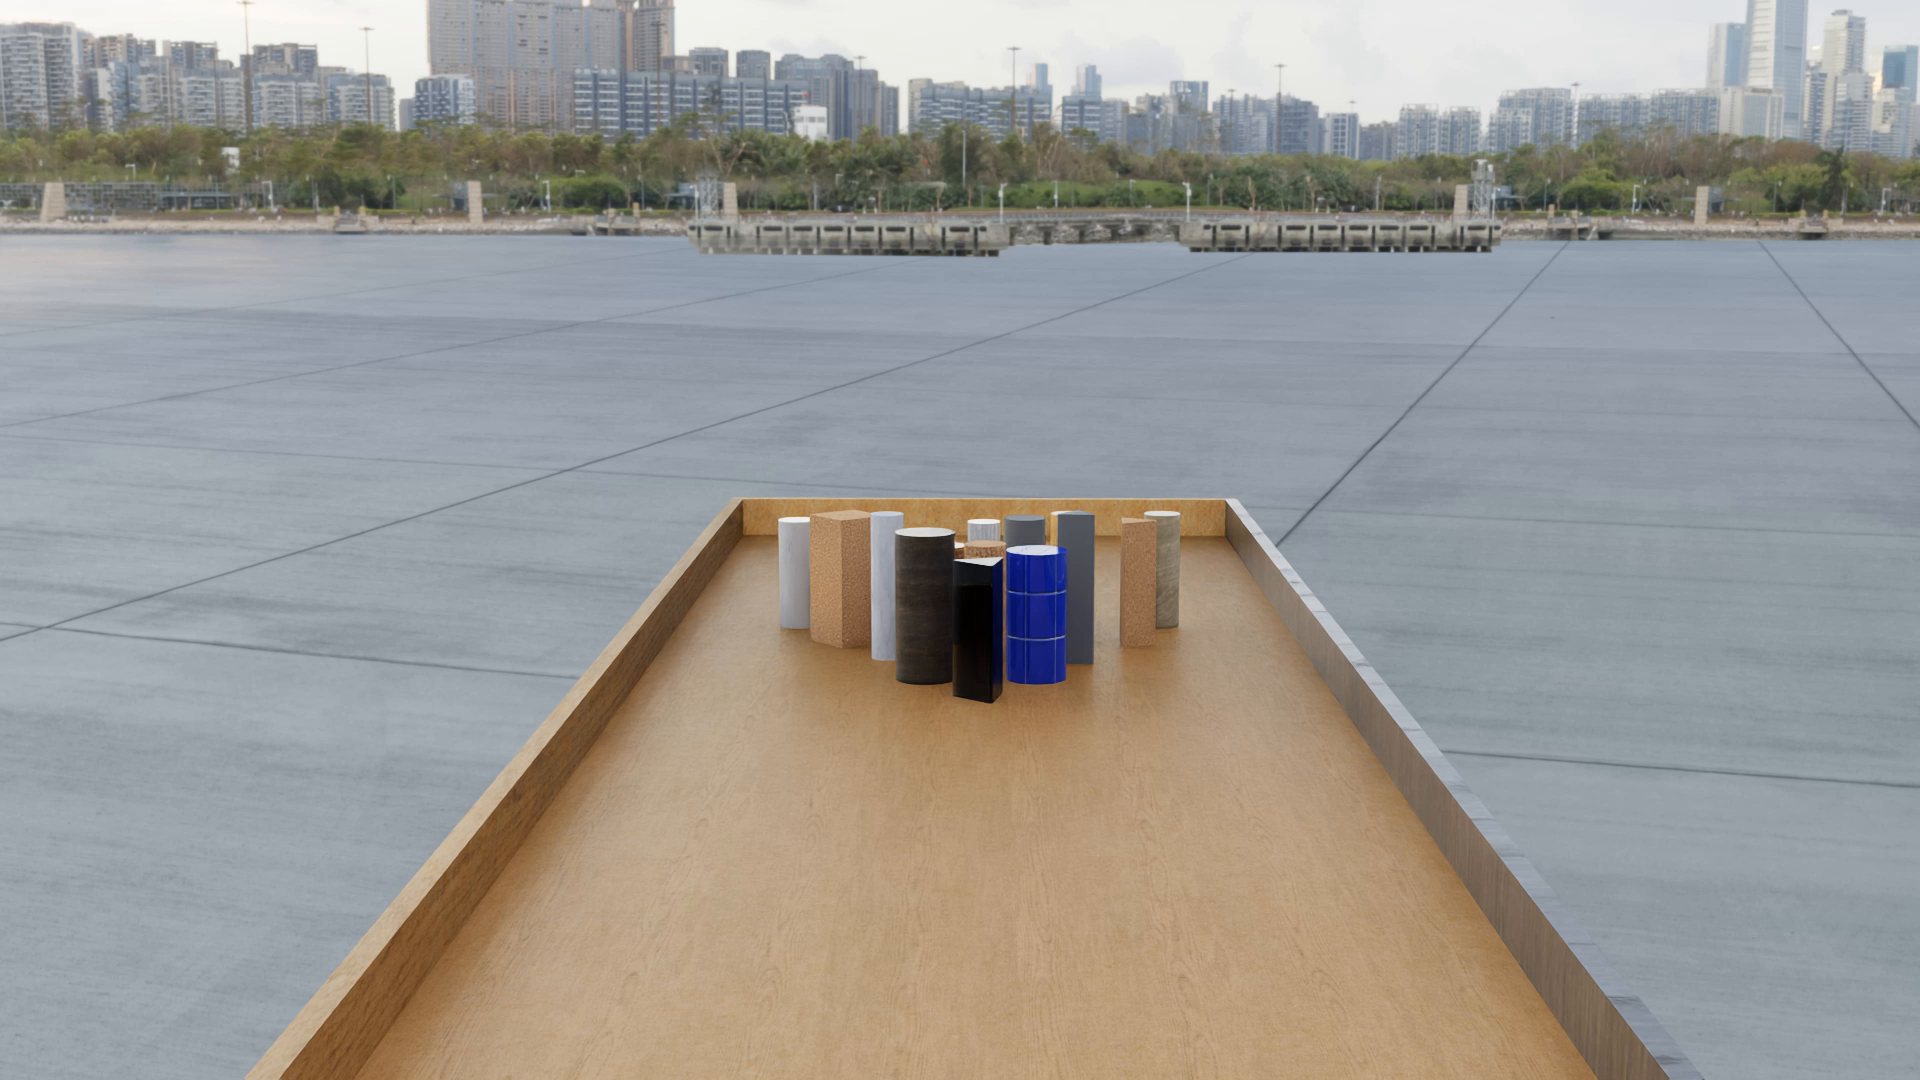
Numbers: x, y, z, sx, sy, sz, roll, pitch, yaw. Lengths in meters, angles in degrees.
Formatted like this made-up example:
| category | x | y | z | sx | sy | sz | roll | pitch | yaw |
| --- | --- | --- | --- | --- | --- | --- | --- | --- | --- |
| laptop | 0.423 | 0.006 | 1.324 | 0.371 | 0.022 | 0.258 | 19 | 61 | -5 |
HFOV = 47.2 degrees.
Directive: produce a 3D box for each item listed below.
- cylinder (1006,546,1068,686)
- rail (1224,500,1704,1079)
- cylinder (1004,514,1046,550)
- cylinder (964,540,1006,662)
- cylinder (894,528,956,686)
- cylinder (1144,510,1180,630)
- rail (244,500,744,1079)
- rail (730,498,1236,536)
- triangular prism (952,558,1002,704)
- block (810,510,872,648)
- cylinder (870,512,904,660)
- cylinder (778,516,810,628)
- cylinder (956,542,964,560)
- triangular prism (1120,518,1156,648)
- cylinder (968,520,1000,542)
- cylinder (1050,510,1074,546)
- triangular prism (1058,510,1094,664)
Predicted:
| category | x | y | z | sx | sy | sz | roll | pitch | yaw |
| --- | --- | --- | --- | --- | --- | --- | --- | --- | --- |
| cylinder | 0.223 | 0.218 | 6.419 | 0.177 | 0.381 | 0.177 | 0 | 9 | 0 |
| rail | 1.046 | 0.843 | 3.208 | 0.050 | 0.150 | 12.000 | 0 | 9 | 1 |
| cylinder | 0.203 | 0.127 | 6.933 | 0.129 | 0.399 | 0.129 | 0 | 9 | 0 |
| cylinder | 0.077 | 0.187 | 6.687 | 0.127 | 0.357 | 0.127 | 0 | 9 | 0 |
| cylinder | -0.101 | 0.191 | 6.413 | 0.175 | 0.434 | 0.175 | 0 | 9 | 0 |
| cylinder | 0.660 | 0.098 | 7.205 | 0.118 | 0.372 | 0.118 | 0 | 9 | 0 |
| rail | -1.004 | 0.839 | 3.234 | 0.050 | 0.150 | 12.000 | 0 | 9 | 1 |
| rail | 0.099 | -0.098 | 9.147 | 2.100 | 0.150 | 0.050 | 0 | 9 | 1 |
| triangular prism | 0.076 | 0.249 | 6.195 | 0.146 | 0.390 | 0.126 | 8 | 12 | 42 |
| block | -0.355 | 0.120 | 6.959 | 0.171 | 0.404 | 0.171 | -7 | 12 | -38 |
| cylinder | -0.221 | 0.140 | 6.707 | 0.100 | 0.445 | 0.100 | 0 | 9 | 0 |
| cylinder | -0.533 | 0.107 | 7.214 | 0.122 | 0.351 | 0.122 | 0 | 9 | 0 |
| cylinder | -0.054 | 0.169 | 6.961 | 0.142 | 0.308 | 0.142 | 0 | 9 | 0 |
| triangular prism | 0.536 | 0.131 | 6.928 | 0.124 | 0.394 | 0.107 | -5 | 10 | -28 |
| cylinder | 0.078 | 0.112 | 7.185 | 0.106 | 0.349 | 0.106 | 0 | 9 | 0 |
| cylinder | 0.357 | 0.097 | 7.207 | 0.120 | 0.372 | 0.120 | 0 | 9 | 0 |
| triangular prism | 0.353 | 0.141 | 6.661 | 0.111 | 0.456 | 0.096 | 1 | 9 | 7 |
